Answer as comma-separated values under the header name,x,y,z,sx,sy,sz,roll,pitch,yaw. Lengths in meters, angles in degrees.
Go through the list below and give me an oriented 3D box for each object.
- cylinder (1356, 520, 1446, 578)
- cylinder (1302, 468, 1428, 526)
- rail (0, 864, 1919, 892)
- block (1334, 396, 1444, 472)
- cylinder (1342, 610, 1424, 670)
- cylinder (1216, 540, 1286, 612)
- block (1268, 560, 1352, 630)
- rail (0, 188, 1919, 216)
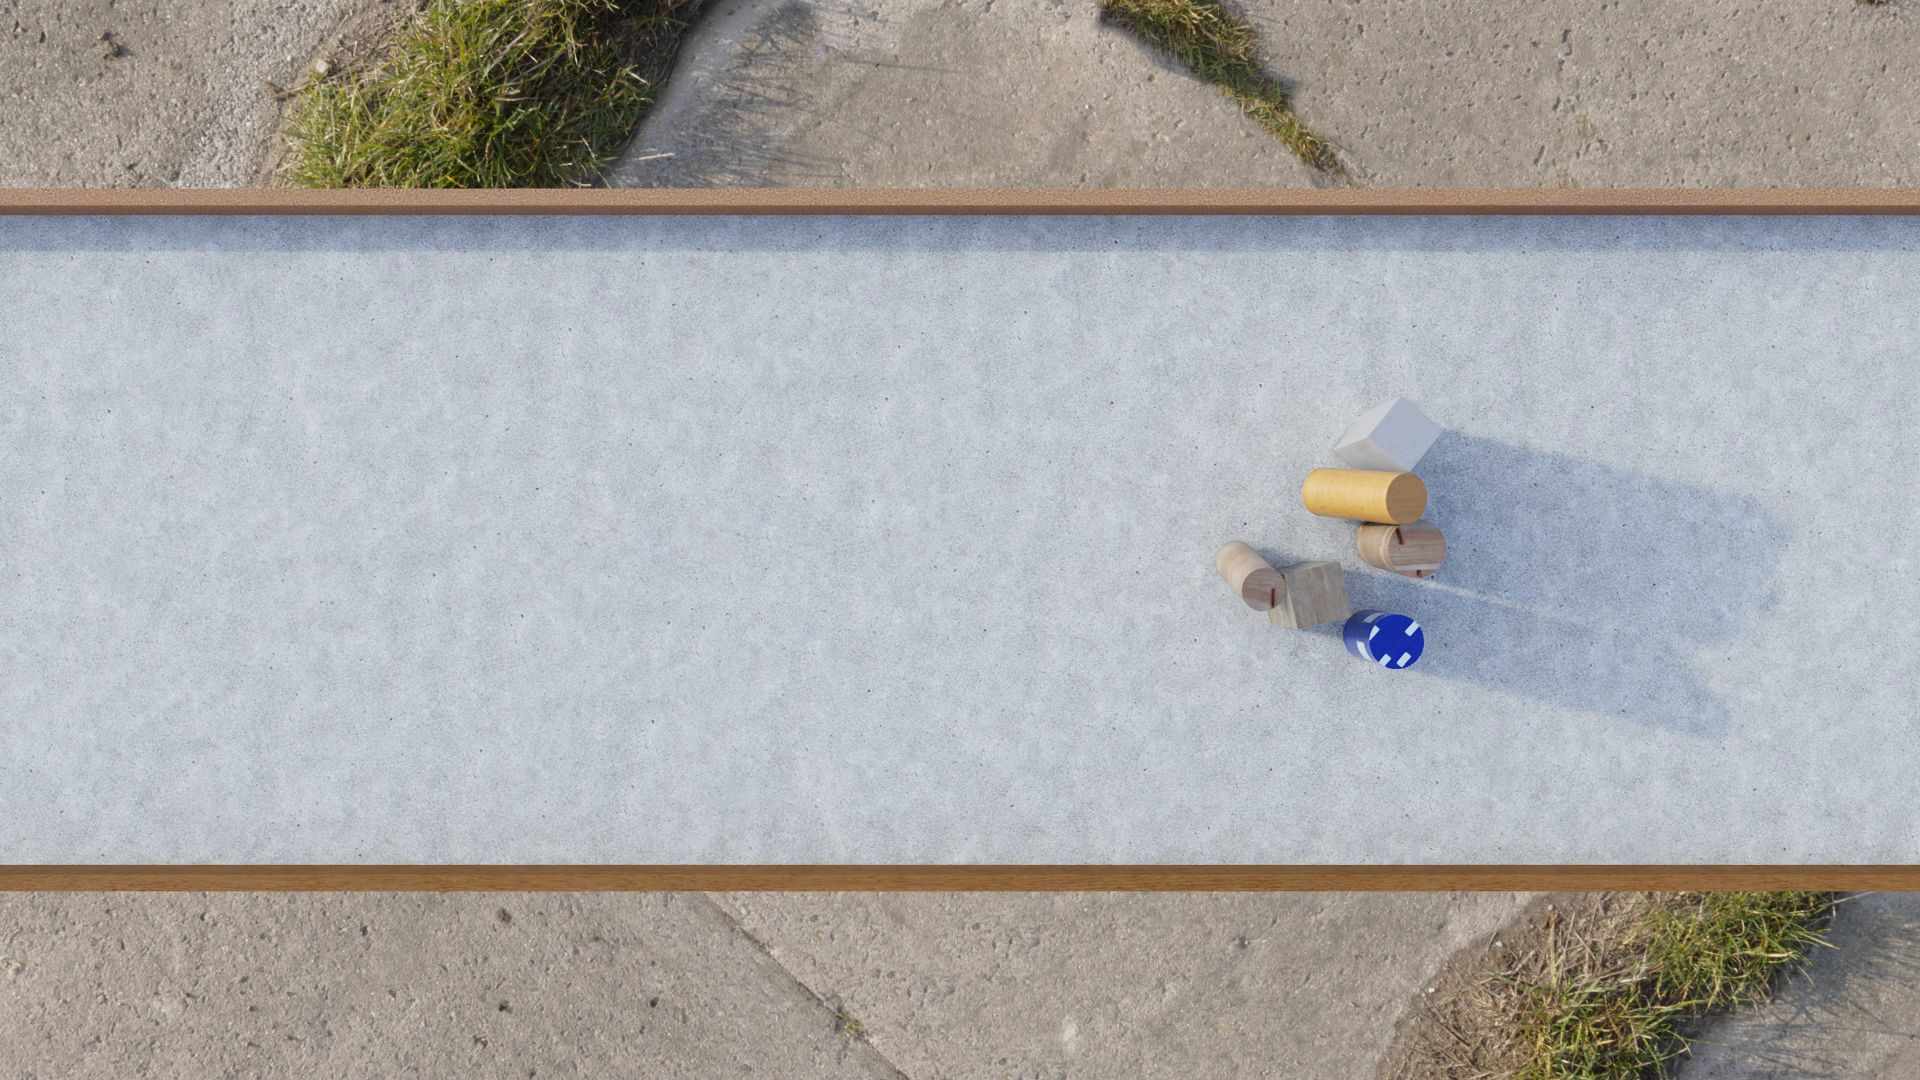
name,x,y,z,sx,sy,sz,roll,pitch,yaw
cylinder,1.308,0.014,4.910,0.171,0.318,0.171,0,94,-3
cylinder,1.189,-0.132,4.870,0.149,0.387,0.149,-2,96,-25
rail,-2.247,1.025,5.001,12.000,0.150,0.050,0,90,0
block,1.262,-0.294,4.886,0.157,0.373,0.157,40,87,0
cylinder,1.257,0.293,4.912,0.158,0.329,0.158,0,90,0
cylinder,0.859,0.103,4.894,0.129,0.345,0.129,-1,103,-4
block,1.021,0.159,4.893,0.162,0.362,0.162,-13,90,-2
rail,-2.247,-1.025,5.002,12.000,0.150,0.050,0,90,0
